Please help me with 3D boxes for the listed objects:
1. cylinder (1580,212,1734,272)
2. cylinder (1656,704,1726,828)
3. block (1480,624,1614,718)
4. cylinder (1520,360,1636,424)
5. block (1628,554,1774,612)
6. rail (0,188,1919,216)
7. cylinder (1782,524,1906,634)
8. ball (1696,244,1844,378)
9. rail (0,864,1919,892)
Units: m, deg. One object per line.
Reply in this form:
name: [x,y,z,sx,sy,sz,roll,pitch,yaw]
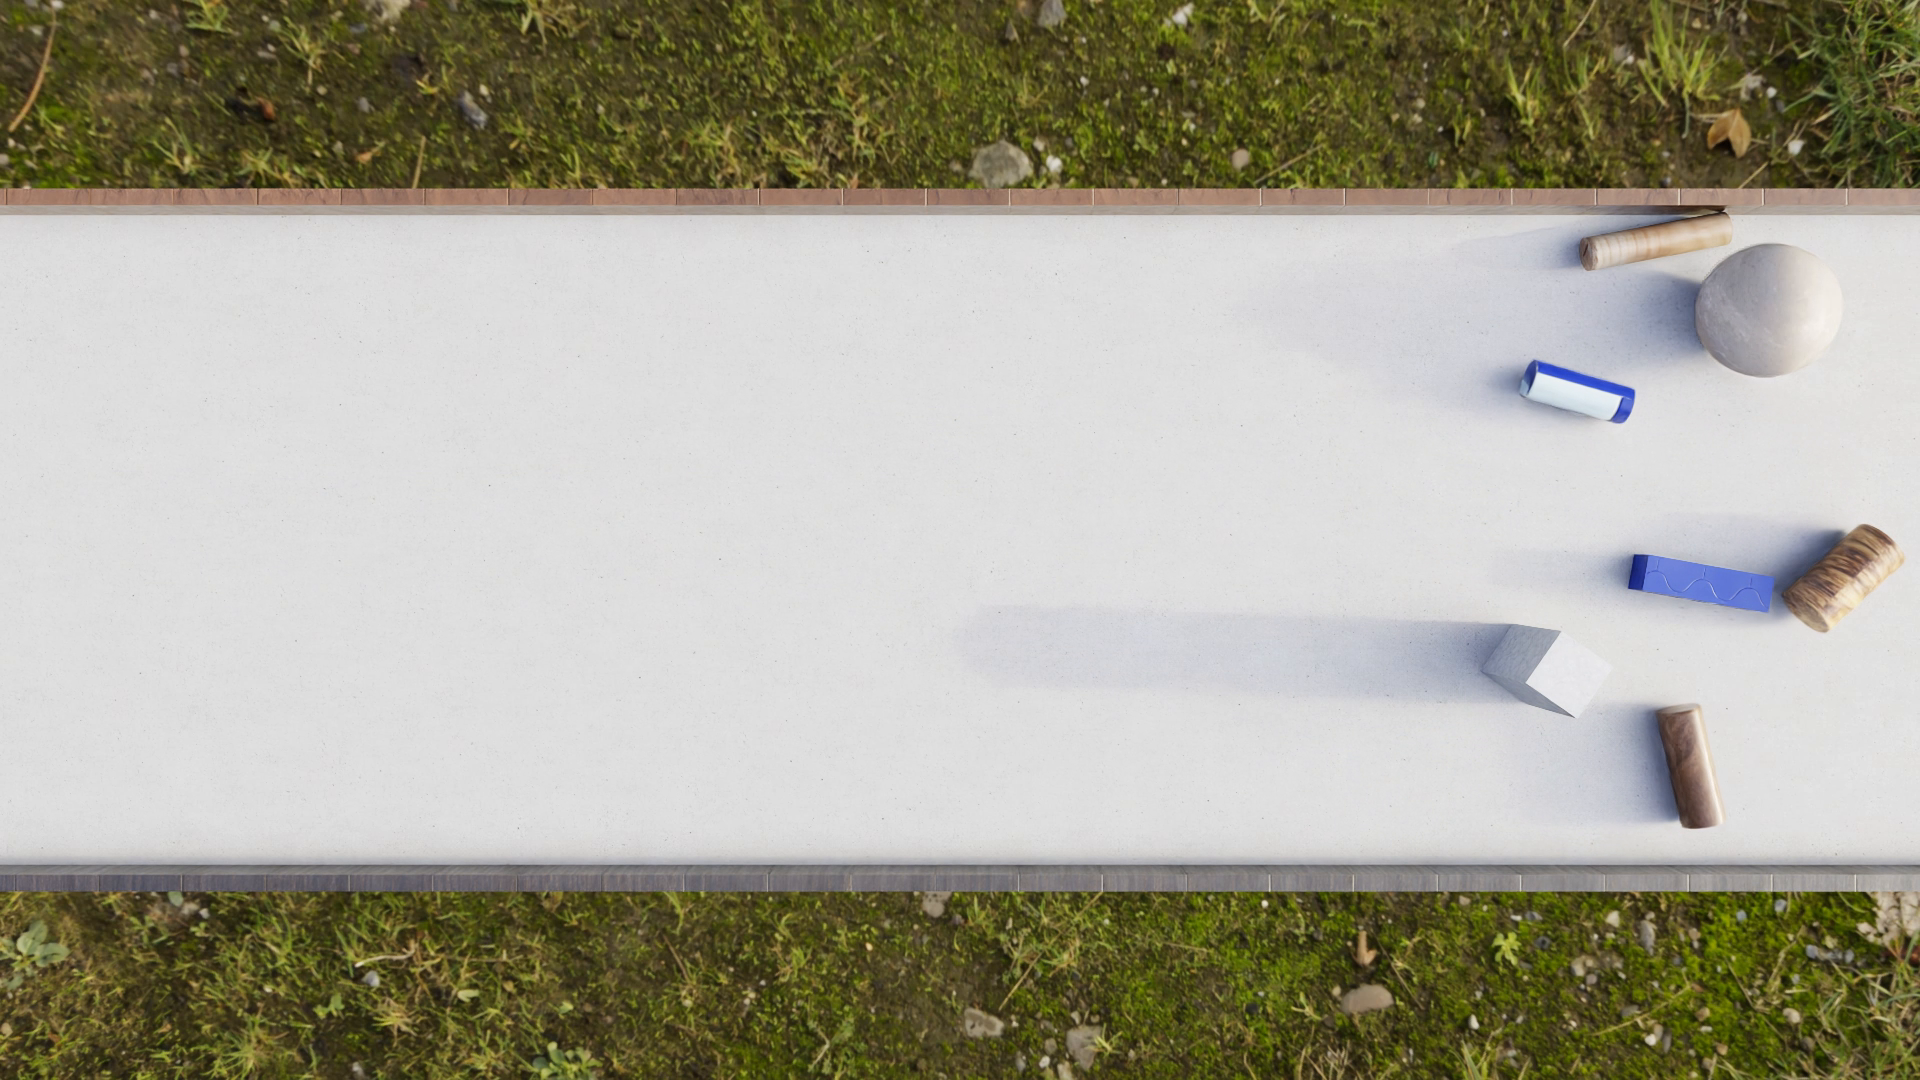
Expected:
cylinder: [2.119,-0.910,5.025,0.430,0.102,0.102,-11,90,0]
cylinder: [2.221,0.686,5.012,0.128,0.128,0.357,-13,90,0]
block: [1.725,0.382,4.872,0.179,0.409,0.179,35,90,0]
cylinder: [1.878,-0.449,5.018,0.308,0.116,0.116,16,90,0]
block: [2.255,0.132,5.022,0.386,0.109,0.109,10,90,0]
rail: [-2.247,-1.025,5.002,12.000,0.150,0.050,0,90,0]
cylinder: [2.673,0.116,4.994,0.311,0.167,0.167,-42,90,0]
ball: [2.390,-0.678,4.879,0.394,0.394,0.394,0,90,0]
rail: [-2.247,1.025,5.001,12.000,0.150,0.050,0,90,0]
